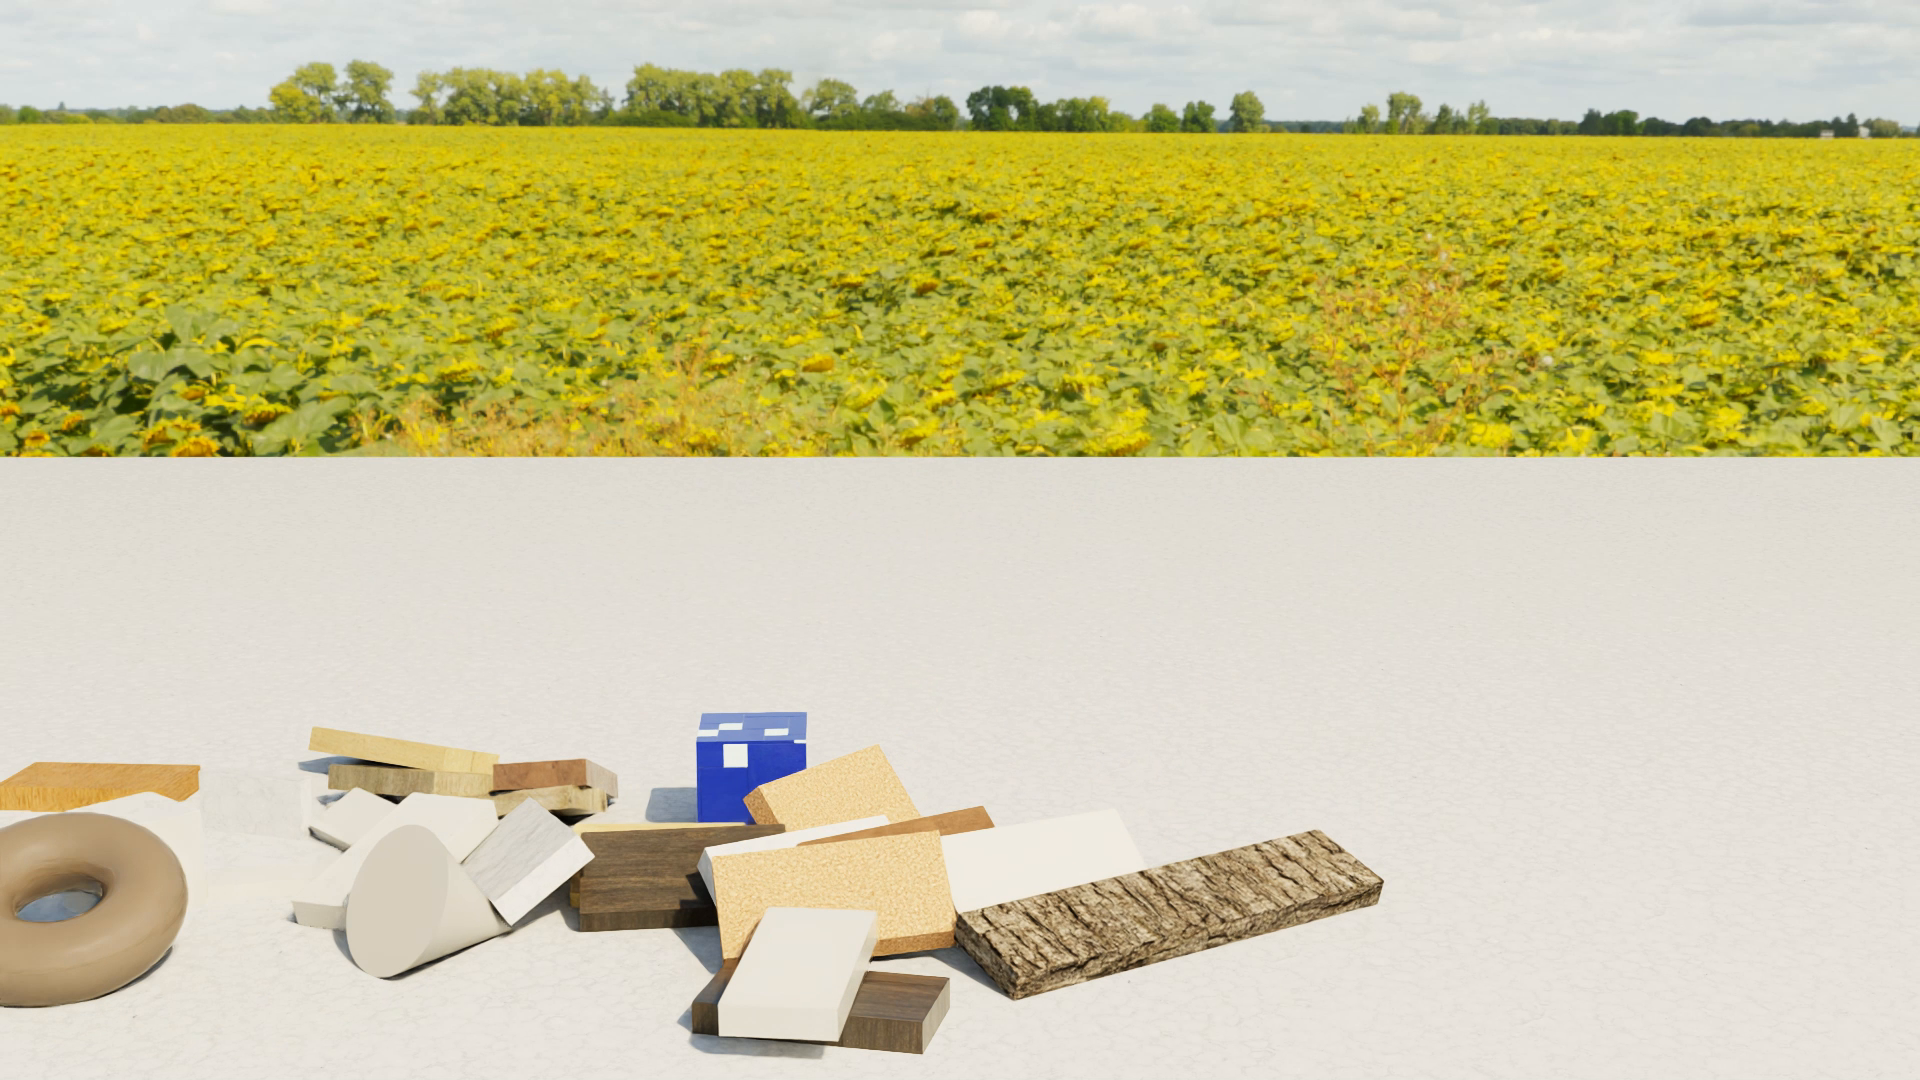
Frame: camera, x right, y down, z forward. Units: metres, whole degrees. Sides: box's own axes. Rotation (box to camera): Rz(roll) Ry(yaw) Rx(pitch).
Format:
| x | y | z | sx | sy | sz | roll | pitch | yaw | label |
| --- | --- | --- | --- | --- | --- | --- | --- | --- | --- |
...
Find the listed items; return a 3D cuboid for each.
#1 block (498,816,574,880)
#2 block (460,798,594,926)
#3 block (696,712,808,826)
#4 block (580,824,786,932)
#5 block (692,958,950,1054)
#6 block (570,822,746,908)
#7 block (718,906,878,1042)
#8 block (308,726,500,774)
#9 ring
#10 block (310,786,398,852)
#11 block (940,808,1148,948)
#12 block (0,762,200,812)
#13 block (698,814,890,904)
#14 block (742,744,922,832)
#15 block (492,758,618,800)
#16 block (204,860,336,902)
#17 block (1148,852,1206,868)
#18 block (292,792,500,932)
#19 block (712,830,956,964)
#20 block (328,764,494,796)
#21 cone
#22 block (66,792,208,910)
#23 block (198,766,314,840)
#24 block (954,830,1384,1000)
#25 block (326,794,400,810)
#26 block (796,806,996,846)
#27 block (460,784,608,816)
| x | y | z | sx | sy | sz | roll | pitch | yaw | label |
| --- | --- | --- | --- | --- | --- | --- | --- | --- | --- |
| -0.684 | 0.531 | 3.805 | 0.141 | 0.040 | 0.282 | 6 | 4 | -42 | block |
| -0.719 | 0.521 | 3.598 | 0.167 | 0.047 | 0.333 | -39 | 18 | -16 | block |
| -0.374 | 0.432 | 3.991 | 0.194 | 0.194 | 0.194 | -1 | 11 | -3 | block |
| -0.445 | 0.545 | 3.559 | 0.333 | 0.047 | 0.167 | -1 | 42 | -8 | block |
| -0.196 | 0.664 | 3.140 | 0.334 | 0.047 | 0.167 | 2 | 11 | 12 | block |
| -0.496 | 0.536 | 3.631 | 0.282 | 0.040 | 0.141 | 0 | 45 | -6 | block |
| -0.226 | 0.613 | 3.132 | 0.164 | 0.047 | 0.328 | 1 | 14 | 7 | block |
| -1.093 | 0.418 | 4.324 | 0.334 | 0.047 | 0.167 | 5 | -8 | 26 | block |
| -1.359 | 0.553 | 3.317 | 0.371 | 0.124 | 0.371 | 5 | 33 | -3 | ring |
| -1.055 | 0.507 | 3.903 | 0.217 | 0.031 | 0.108 | 11 | 44 | 46 | block |
| 0.127 | 0.541 | 3.540 | 0.355 | 0.050 | 0.178 | -5 | 47 | -27 | block |
| -1.637 | 0.471 | 4.185 | 0.328 | 0.046 | 0.164 | 1 | 11 | 4 | block |
| -0.235 | 0.546 | 3.524 | 0.333 | 0.047 | 0.167 | -6 | 49 | -33 | block |
| -0.218 | 0.475 | 3.860 | 0.047 | 0.164 | 0.329 | -41 | -16 | 34 | block |
| -0.732 | 0.441 | 4.001 | 0.164 | 0.046 | 0.328 | -4 | -11 | 0 | block |
| -1.023 | 0.565 | 3.735 | 0.499 | 0.025 | 0.089 | -3 | 11 | -15 | block |
| 0.354 | 0.551 | 3.663 | 0.126 | 0.018 | 0.063 | -13 | 7 | -7 | block |
| -0.924 | 0.528 | 3.618 | 0.167 | 0.047 | 0.334 | 2 | 26 | 23 | block |
| -0.194 | 0.555 | 3.378 | 0.355 | 0.050 | 0.178 | -5 | 51 | -9 | block |
| -1.003 | 0.449 | 4.067 | 0.328 | 0.046 | 0.164 | -2 | -8 | 41 | block |
| -0.784 | 0.583 | 3.419 | 0.234 | 0.234 | 0.234 | 10 | -12 | 42 | cone |
| -1.353 | 0.521 | 3.596 | 0.162 | 0.162 | 0.162 | 9 | 14 | 40 | block |
| -1.275 | 0.477 | 3.981 | 0.217 | 0.108 | 0.031 | 4 | 11 | 18 | block |
| 0.342 | 0.581 | 3.467 | 0.734 | 0.047 | 0.164 | -7 | 29 | -33 | block |
| -1.057 | 0.510 | 4.016 | 0.108 | 0.031 | 0.217 | -9 | 14 | -40 | block |
| -0.078 | 0.541 | 3.534 | 0.356 | 0.050 | 0.178 | -7 | 49 | -33 | block |
| -0.788 | 0.474 | 3.915 | 0.282 | 0.040 | 0.141 | -7 | -12 | 15 | block |
